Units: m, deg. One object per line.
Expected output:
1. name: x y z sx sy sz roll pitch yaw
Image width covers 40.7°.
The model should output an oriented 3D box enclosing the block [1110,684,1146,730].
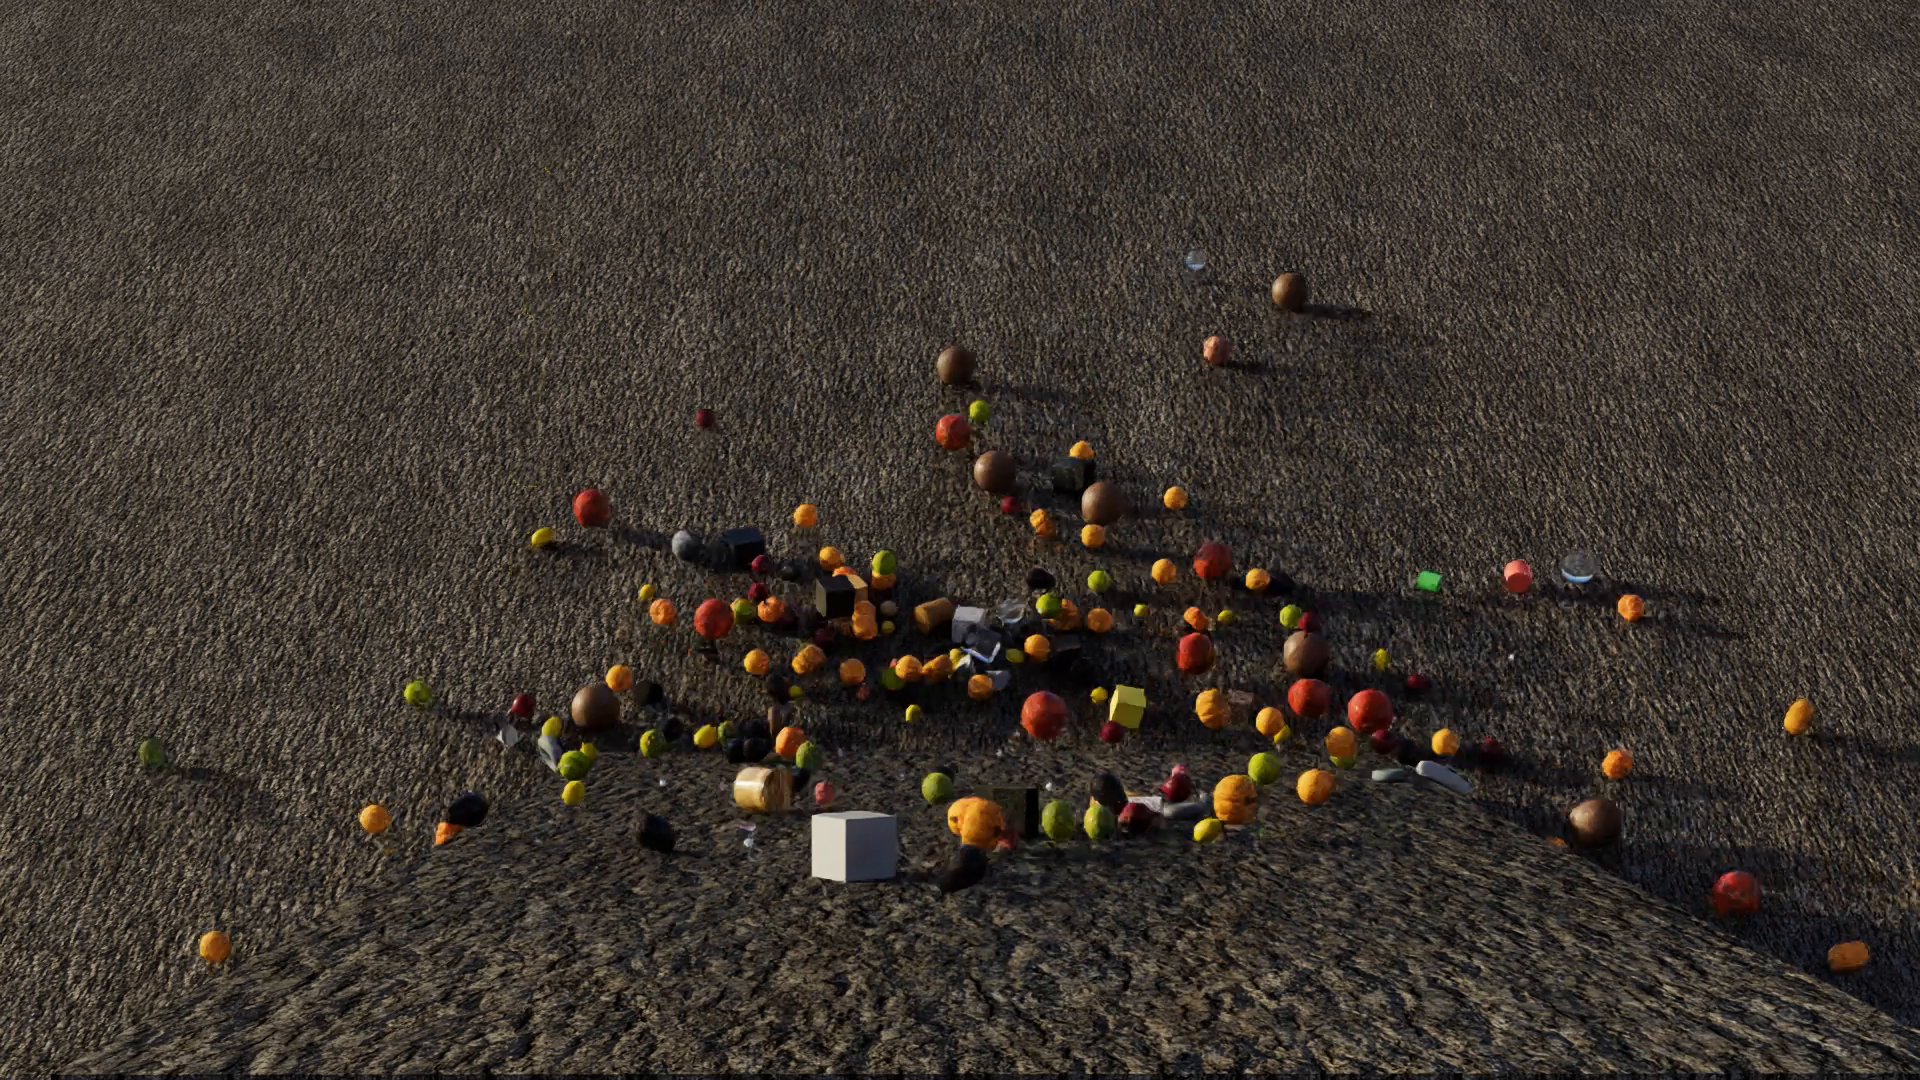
1. block: 0.446 0.445 6.899 0.077 0.077 0.077 12 33 -5

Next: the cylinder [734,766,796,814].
1. cylinder: -0.389 0.497 5.150 0.088 0.088 0.088 -1 21 44

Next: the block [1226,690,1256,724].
1. block: 0.754 0.446 6.937 0.059 0.059 0.059 11 32 19

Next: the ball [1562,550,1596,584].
1. ball: 1.802 0.079 7.539 0.098 0.098 0.098 0 30 0

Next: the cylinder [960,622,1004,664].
1. cylinder: 0.060 0.284 7.123 0.088 0.088 0.088 30 35 3

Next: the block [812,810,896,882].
1. block: -0.172 0.496 4.200 0.100 0.100 0.100 0 0 -37

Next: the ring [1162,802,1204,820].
1. ring: 0.430 0.530 5.054 0.091 0.030 0.091 -1 1 0

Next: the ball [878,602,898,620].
1. ball: -0.203 0.203 7.366 0.056 0.056 0.056 0 30 0

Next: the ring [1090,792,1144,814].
1. ring: 0.316 0.526 5.174 0.117 0.039 0.117 -1 0 0

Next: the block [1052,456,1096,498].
1. block: 0.353 -0.195 8.007 0.090 0.090 0.090 14 29 40

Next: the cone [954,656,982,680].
1. cone: 0.032 0.365 7.091 0.072 0.072 0.072 37 21 -22

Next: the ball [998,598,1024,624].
1. ball: 0.145 0.202 7.350 0.073 0.073 0.073 0 30 0

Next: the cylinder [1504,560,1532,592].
1. cylinder: 1.620 0.107 7.519 0.069 0.069 0.069 11 57 18

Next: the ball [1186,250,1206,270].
1. ball: 0.866 -1.028 9.495 0.074 0.074 0.074 0 30 0

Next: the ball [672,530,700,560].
1. ball: -0.811 0.015 7.661 0.087 0.087 0.087 0 30 0

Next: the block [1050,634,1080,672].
1. block: 0.292 0.313 7.158 0.071 0.071 0.071 -3 30 -6

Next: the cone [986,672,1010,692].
1. cone: 0.092 0.372 7.059 0.062 0.062 0.062 -23 39 -35

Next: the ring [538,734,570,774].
1. ring: -1.041 0.549 6.625 0.038 0.114 0.114 -32 41 -23

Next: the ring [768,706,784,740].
1. ring: -0.479 0.475 6.723 0.031 0.092 0.092 -8 30 -1

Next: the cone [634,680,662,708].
1. cone: -0.842 0.415 7.011 0.076 0.076 0.076 -2 -2 -4

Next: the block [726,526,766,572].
1. block: -0.633 0.026 7.639 0.090 0.090 0.090 -10 31 -17

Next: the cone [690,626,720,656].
1. cone: -0.707 0.274 7.175 0.085 0.085 0.085 2 -8 0

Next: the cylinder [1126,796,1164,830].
1. cylinder: 0.348 0.513 4.864 0.062 0.062 0.062 0 29 10

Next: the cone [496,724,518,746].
1. cone: -1.209 0.521 6.841 0.057 0.057 0.057 -11 18 39

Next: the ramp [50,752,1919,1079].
1. ramp: 0.067 0.596 4.652 2.000 0.100 4.000 0 0 0

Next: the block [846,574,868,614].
1. block: -0.317 0.158 7.420 0.079 0.079 0.079 -18 34 -28

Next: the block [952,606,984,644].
1. block: 0.024 0.240 7.280 0.076 0.076 0.076 6 30 11

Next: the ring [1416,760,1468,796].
1. ring: 1.122 0.556 6.014 0.132 0.044 0.132 31 -3 2

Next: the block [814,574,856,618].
1. block: -0.351 0.159 7.261 0.085 0.085 0.085 -6 29 -23

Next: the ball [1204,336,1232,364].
1. ball: 0.875 -0.647 8.809 0.095 0.095 0.095 0 30 0

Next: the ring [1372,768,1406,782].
1. ring: 0.967 0.531 5.830 0.080 0.027 0.080 -1 -1 0

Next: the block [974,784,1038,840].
1. block: 0.085 0.500 4.776 0.091 0.091 0.091 0 0 -23
